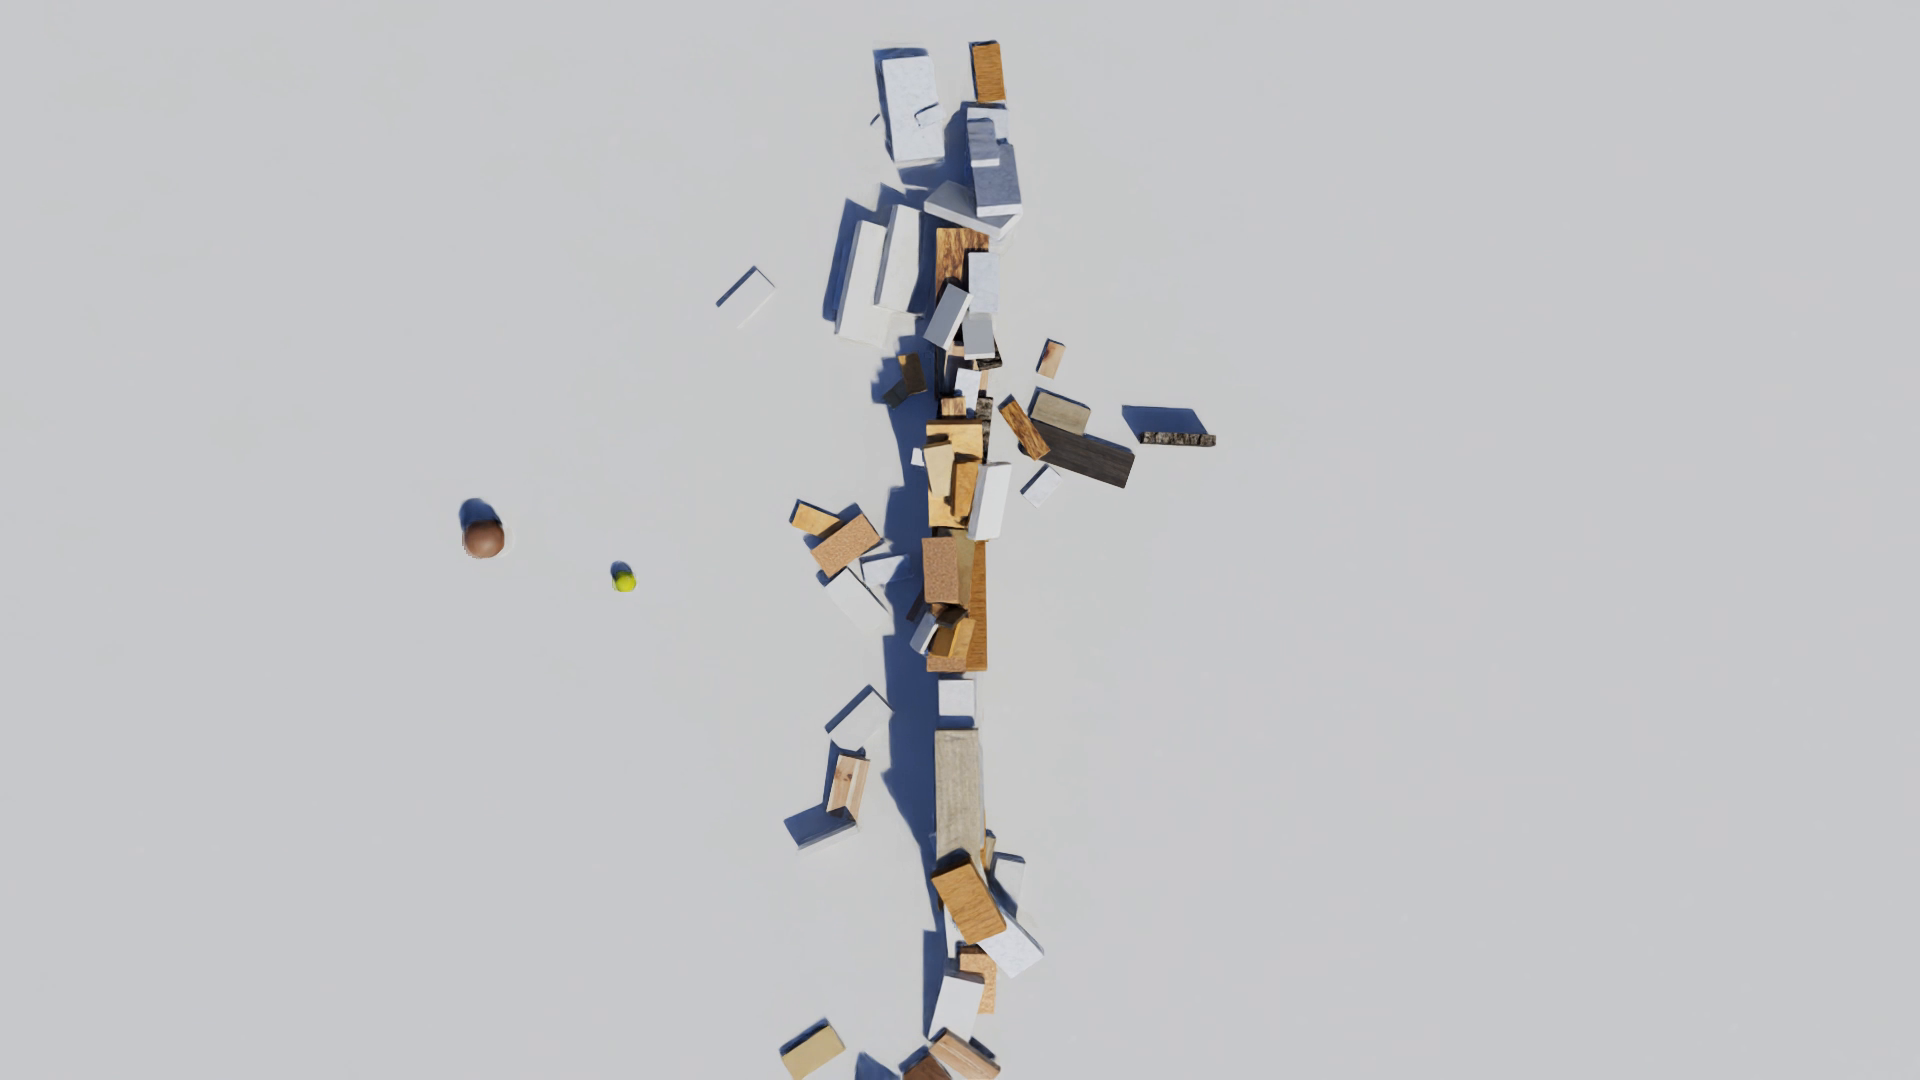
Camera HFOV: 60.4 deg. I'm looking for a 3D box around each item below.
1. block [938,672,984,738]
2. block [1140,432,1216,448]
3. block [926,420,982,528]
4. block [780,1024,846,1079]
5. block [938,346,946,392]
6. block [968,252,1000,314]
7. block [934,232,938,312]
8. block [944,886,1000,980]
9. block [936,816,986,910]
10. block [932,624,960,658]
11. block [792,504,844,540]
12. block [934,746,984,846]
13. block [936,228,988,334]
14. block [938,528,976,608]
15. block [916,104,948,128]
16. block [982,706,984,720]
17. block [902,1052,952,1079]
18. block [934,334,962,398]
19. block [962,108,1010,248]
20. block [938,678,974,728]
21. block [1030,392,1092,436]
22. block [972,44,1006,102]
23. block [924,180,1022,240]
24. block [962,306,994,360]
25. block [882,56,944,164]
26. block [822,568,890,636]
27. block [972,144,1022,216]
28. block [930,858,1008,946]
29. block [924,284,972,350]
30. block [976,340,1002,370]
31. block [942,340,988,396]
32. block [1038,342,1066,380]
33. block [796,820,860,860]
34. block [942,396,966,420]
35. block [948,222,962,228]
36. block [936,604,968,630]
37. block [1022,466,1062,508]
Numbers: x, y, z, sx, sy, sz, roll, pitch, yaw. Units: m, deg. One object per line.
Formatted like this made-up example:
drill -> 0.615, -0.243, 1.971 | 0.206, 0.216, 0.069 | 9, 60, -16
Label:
block -> 0.005, 0.497, 5.357 | 0.142, 0.040, 0.283 | 2, 86, 0
block -> 0.718, -0.332, 5.441 | 0.235, 0.117, 0.033 | 3, 90, 0
block -> -0.014, -0.212, 5.293 | 0.176, 0.050, 0.352 | 0, 114, 2
block -> -0.489, 1.706, 5.486 | 0.194, 0.028, 0.097 | -34, 90, 0
block -> 0.001, -0.503, 5.421 | 0.143, 0.040, 0.285 | 0, 108, 0
block -> 0.077, -0.822, 5.277 | 0.096, 0.027, 0.192 | -1, 83, 0
block -> 0.001, -0.839, 5.420 | 0.166, 0.047, 0.333 | 1, 110, 0
block -> 0.038, 1.298, 5.422 | 0.162, 0.046, 0.325 | -4, 108, 0
block -> 0.005, 1.054, 5.442 | 0.162, 0.046, 0.325 | -1, 90, 0
block -> -0.045, 0.311, 5.228 | 0.063, 0.018, 0.127 | 6, 69, 29
block -> -0.472, -0.055, 5.489 | 0.158, 0.022, 0.079 | 22, 90, 0
block -> -0.004, 0.842, 5.414 | 0.162, 0.046, 0.325 | -1, 66, 0
block -> 0.006, -0.837, 5.335 | 0.167, 0.047, 0.333 | 1, 97, 0
block -> -0.021, 0.088, 5.309 | 0.123, 0.035, 0.247 | 6, 71, 2
block -> -0.095, -1.398, 5.440 | 0.095, 0.013, 0.047 | -26, 92, -4
block -> 0.003, 0.452, 5.432 | 0.142, 0.040, 0.284 | -1, 74, 0
block -> -0.070, 1.838, 5.483 | 0.121, 0.034, 0.241 | -39, 90, 0
block -> 0.001, -0.632, 5.432 | 0.167, 0.047, 0.333 | 1, 106, 0
block -> 0.085, -1.198, 5.447 | 0.143, 0.040, 0.458 | 3, 82, -1
block -> -0.010, 0.548, 5.223 | 0.109, 0.031, 0.219 | -1, 98, 1
block -> 0.336, -0.419, 5.487 | 0.182, 0.026, 0.091 | 21, 90, 0
block -> 0.096, -1.553, 5.487 | 0.090, 0.026, 0.181 | -6, 90, 0
block -> 0.042, -1.070, 5.331 | 0.285, 0.040, 0.143 | 24, 50, 20
block -> 0.056, -0.666, 5.264 | 0.096, 0.027, 0.192 | -4, 63, -2
block -> -0.155, -1.425, 5.465 | 0.167, 0.047, 0.334 | -7, 91, -6
block -> -0.344, 0.205, 5.469 | 0.107, 0.030, 0.214 | -42, 98, 2
block -> 0.115, -1.165, 5.337 | 0.143, 0.040, 0.285 | -4, 54, -2
block -> 0.029, 1.142, 5.212 | 0.136, 0.039, 0.273 | -24, 109, 9
block -> -0.038, -0.716, 5.281 | 0.096, 0.027, 0.192 | 33, 102, 38
block -> 0.079, -0.614, 5.267 | 0.076, 0.021, 0.151 | -11, 63, -10
block -> 0.017, -0.501, 5.341 | 0.143, 0.040, 0.285 | 5, 104, -1
block -> 0.305, -0.598, 5.492 | 0.057, 0.016, 0.114 | 20, 90, 0
block -> -0.433, 0.991, 5.448 | 0.210, 0.105, 0.030 | -24, 90, 0
block -> -0.017, -0.383, 5.256 | 0.076, 0.021, 0.151 | -3, 114, 3
block -> 0.013, -1.050, 5.459 | 0.091, 0.026, 0.182 | 11, 82, 1
block -> -0.027, 0.243, 5.217 | 0.061, 0.122, 0.017 | 16, 116, 18
block -> 0.276, -0.175, 5.491 | 0.065, 0.018, 0.131 | 43, 90, 0
